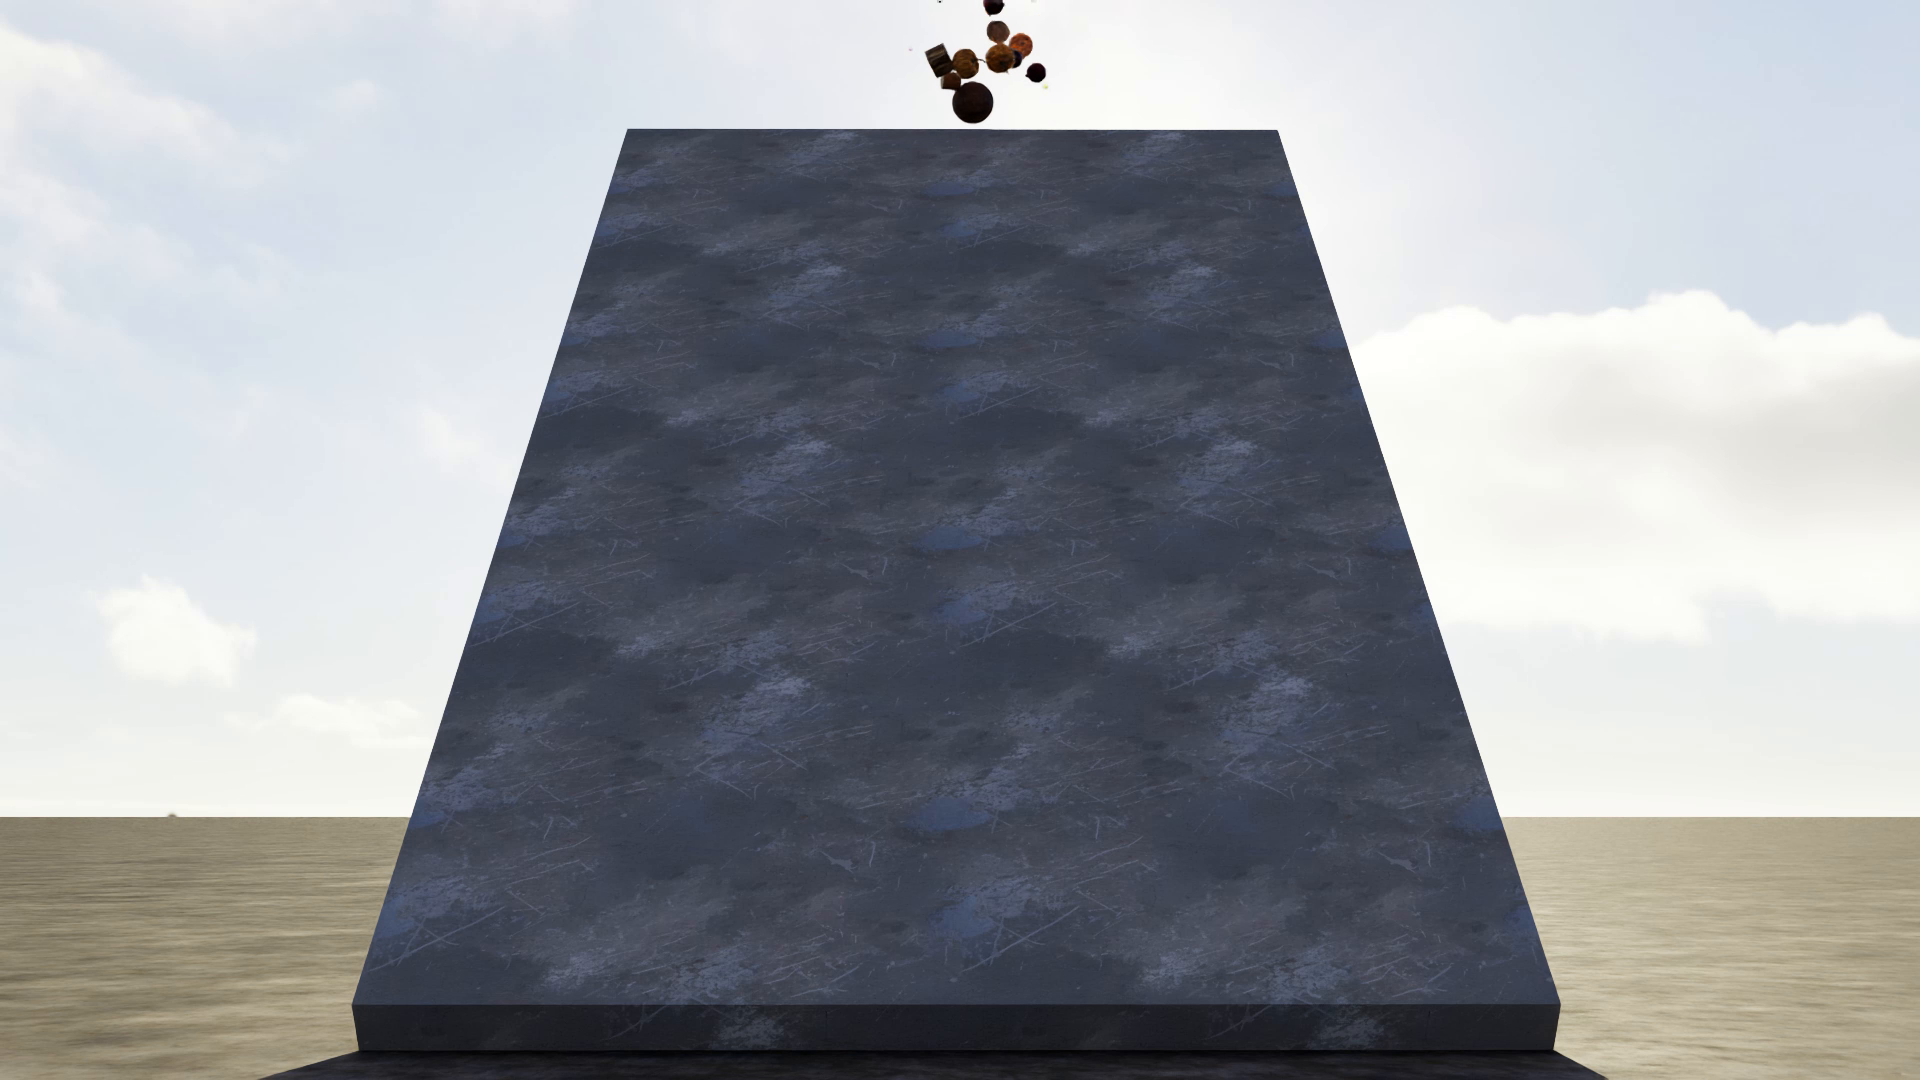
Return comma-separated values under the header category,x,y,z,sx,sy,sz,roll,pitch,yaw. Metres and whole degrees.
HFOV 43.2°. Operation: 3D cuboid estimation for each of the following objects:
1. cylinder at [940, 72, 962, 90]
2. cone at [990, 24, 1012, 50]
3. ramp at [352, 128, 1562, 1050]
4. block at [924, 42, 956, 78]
category,x,y,z,sx,sy,sz,roll,pitch,yaw
cylinder,-0.028,-1.390,7.336,0.055,0.055,0.055,2,-7,-12
cone,0.105,-1.503,7.221,0.072,0.072,0.072,3,15,-26
ramp,-0.014,-0.205,5.755,2.000,0.100,4.000,0,31,0
block,-0.059,-1.412,7.137,0.062,0.062,0.062,-26,-45,8
